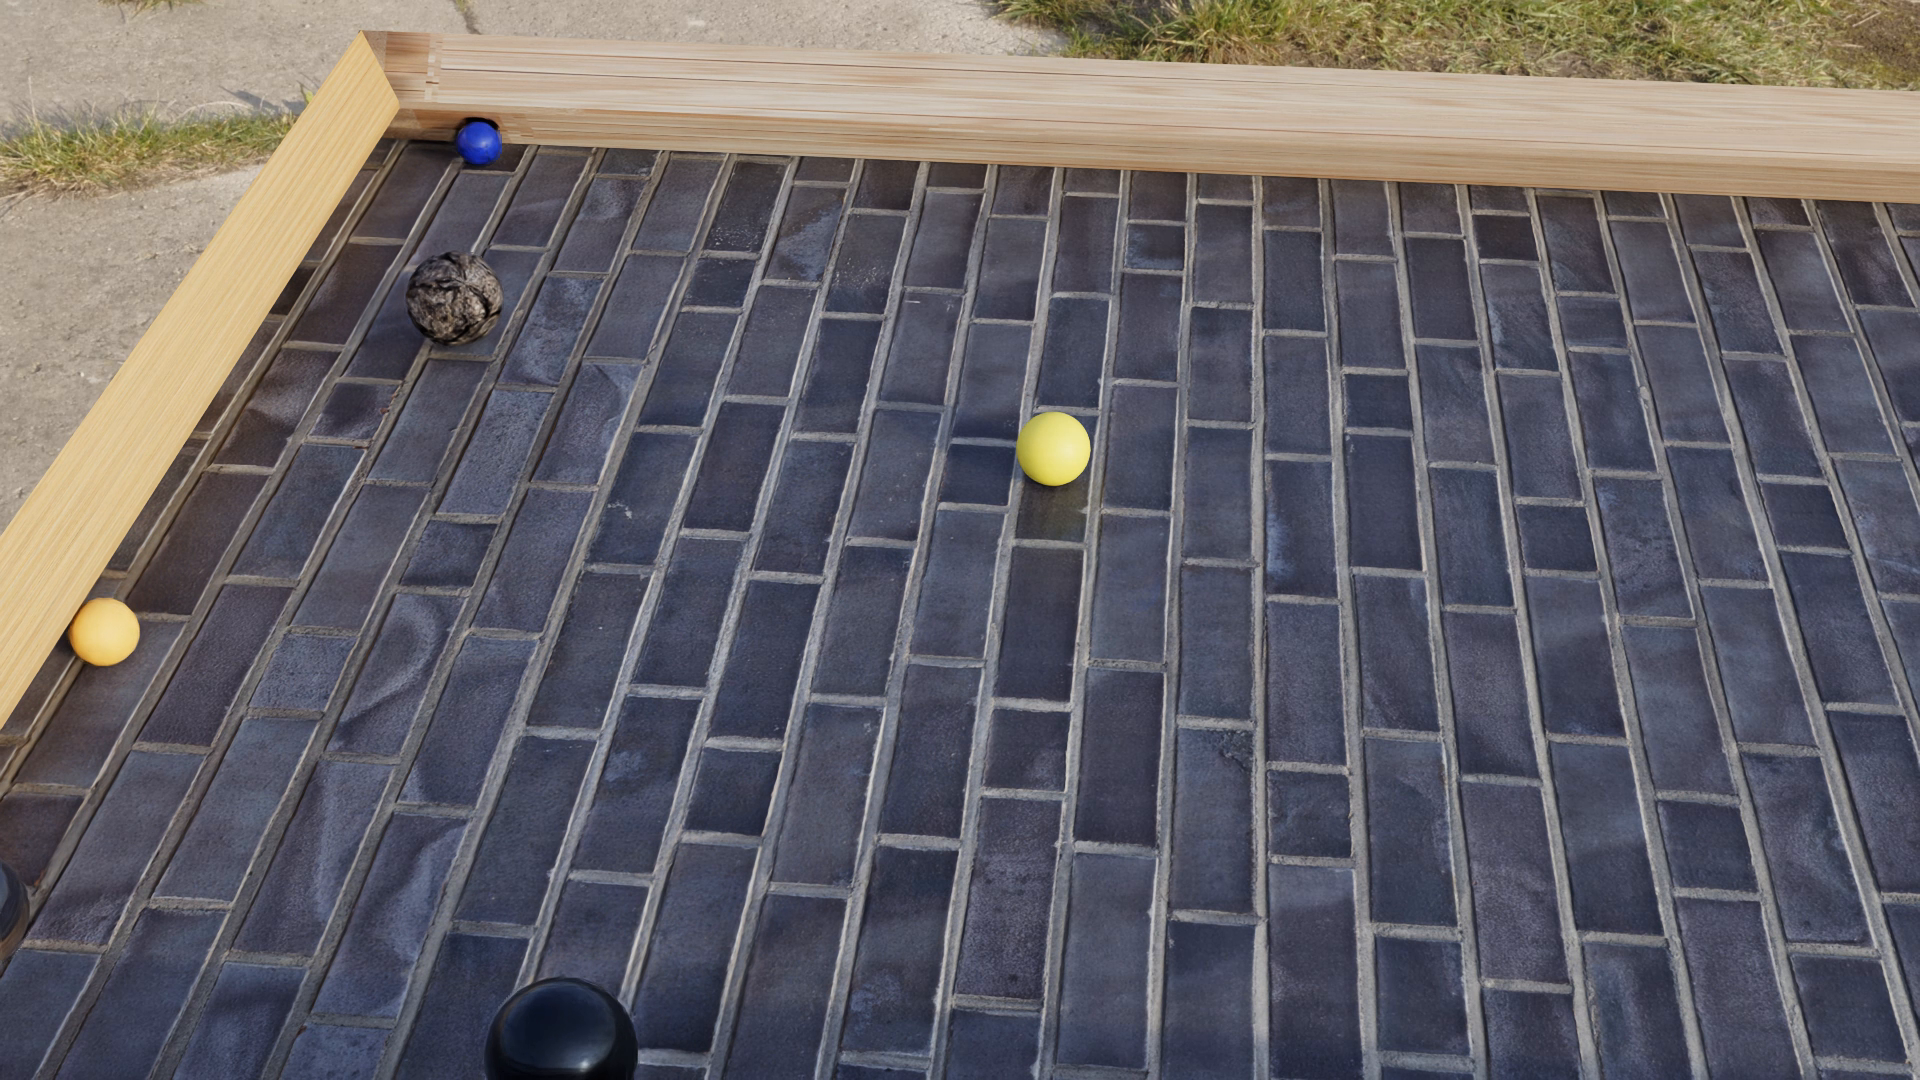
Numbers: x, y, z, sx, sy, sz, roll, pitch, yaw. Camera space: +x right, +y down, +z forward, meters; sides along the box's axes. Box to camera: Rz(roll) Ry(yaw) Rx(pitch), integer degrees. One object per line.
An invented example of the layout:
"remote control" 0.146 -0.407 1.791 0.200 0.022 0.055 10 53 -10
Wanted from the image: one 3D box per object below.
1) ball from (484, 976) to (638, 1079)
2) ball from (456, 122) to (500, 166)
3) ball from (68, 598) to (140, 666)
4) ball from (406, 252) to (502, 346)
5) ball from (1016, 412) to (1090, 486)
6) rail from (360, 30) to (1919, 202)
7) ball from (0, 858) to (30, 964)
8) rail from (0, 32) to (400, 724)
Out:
"ball" -0.235 0.302 1.511 0.089 0.089 0.089 0 35 0
"ball" -0.481 -0.397 2.564 0.044 0.044 0.044 0 35 0
"ball" -0.629 0.067 1.886 0.050 0.050 0.050 0 35 0
"ball" -0.446 -0.213 2.263 0.084 0.084 0.084 0 35 0
"ball" 0.076 -0.074 2.082 0.060 0.060 0.060 0 35 0
"rail" 0.733 -0.376 2.468 2.681 0.116 0.045 3 35 4
"ball" -0.629 0.235 1.615 0.082 0.082 0.082 0 35 0
"rail" -0.644 -0.057 2.006 0.045 0.116 1.428 3 35 4
